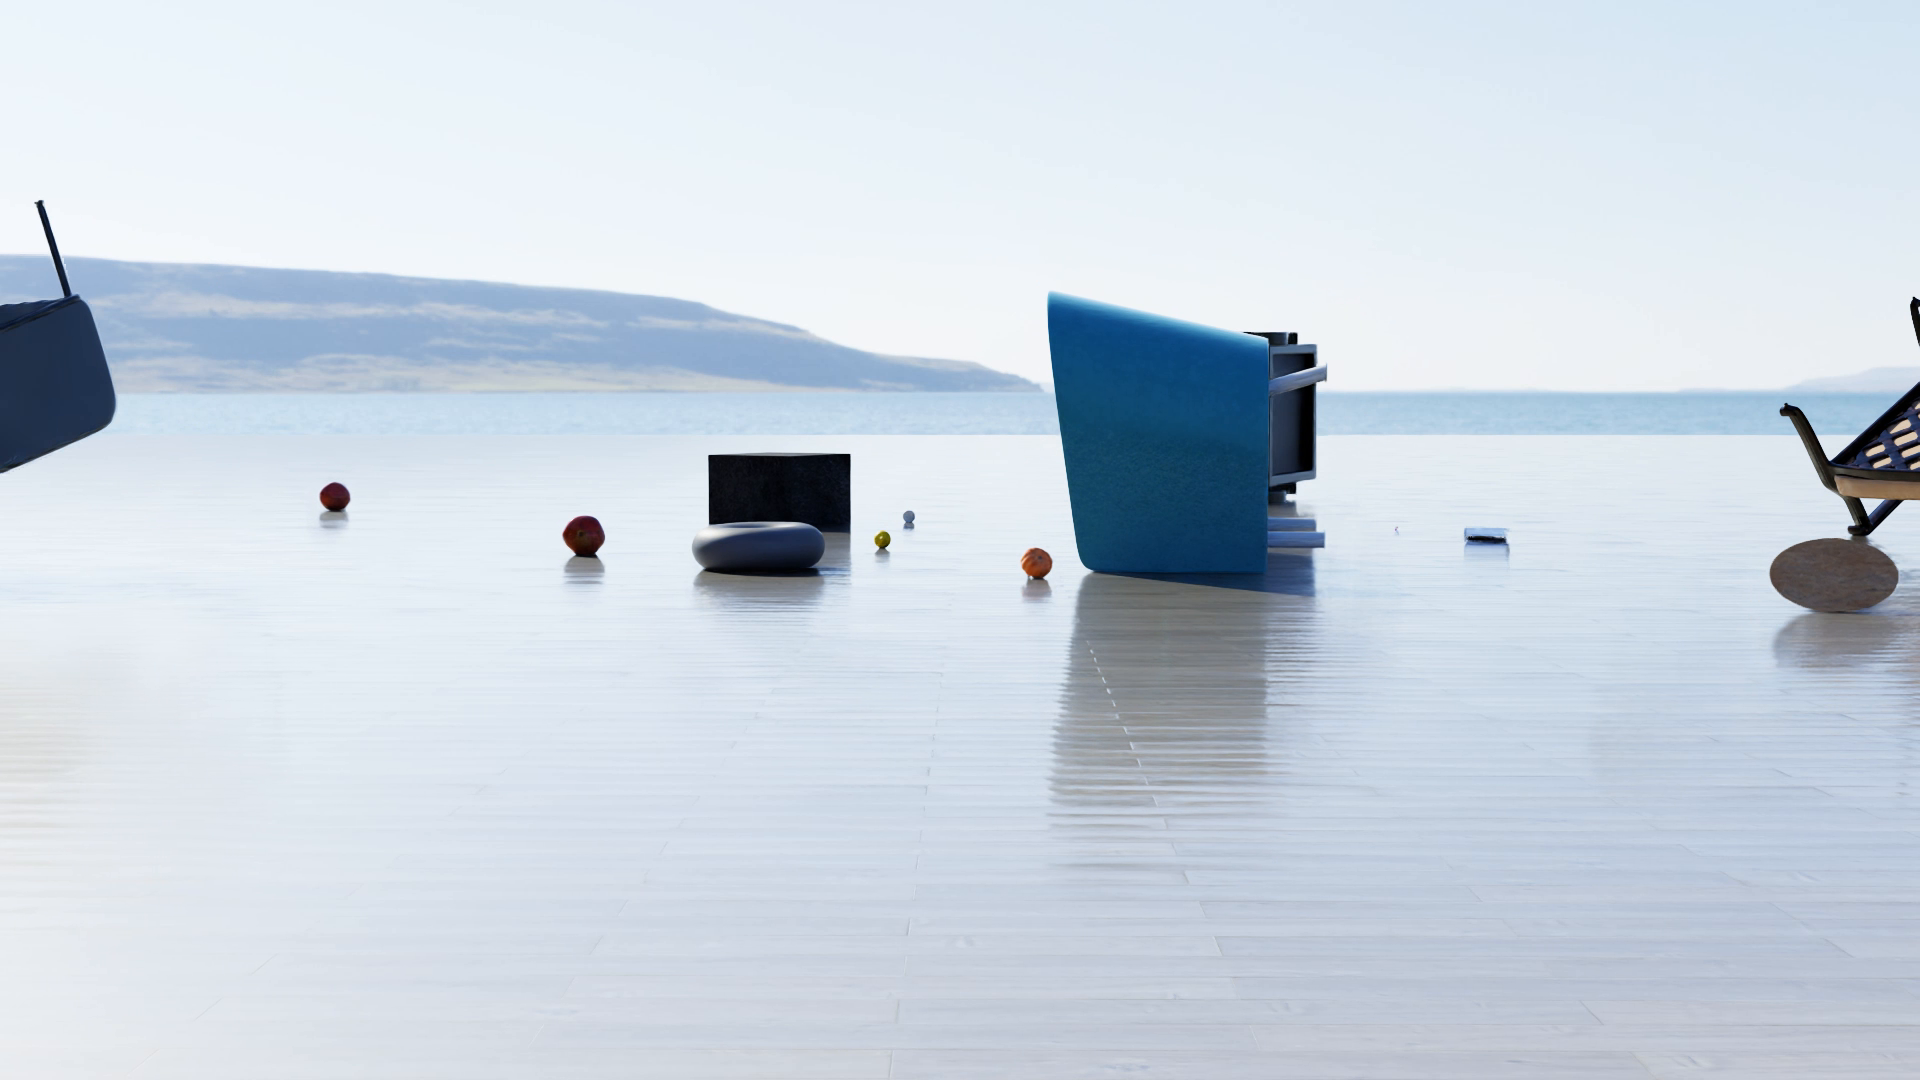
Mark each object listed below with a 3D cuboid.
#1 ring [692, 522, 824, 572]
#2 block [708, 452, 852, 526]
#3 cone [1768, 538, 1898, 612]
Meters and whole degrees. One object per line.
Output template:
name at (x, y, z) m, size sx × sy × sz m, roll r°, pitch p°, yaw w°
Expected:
ring at (-0.505, 0.017, 5.514) m, size 0.337 × 0.110 × 0.326 m, roll 1°, pitch 5°, yaw 29°
block at (-0.602, -0.172, 7.363) m, size 0.334 × 0.231 × 0.353 m, roll 2°, pitch 5°, yaw 30°
cone at (1.792, 0.103, 4.518) m, size 0.245 × 0.179 × 0.118 m, roll 1°, pitch -33°, yaw 20°
